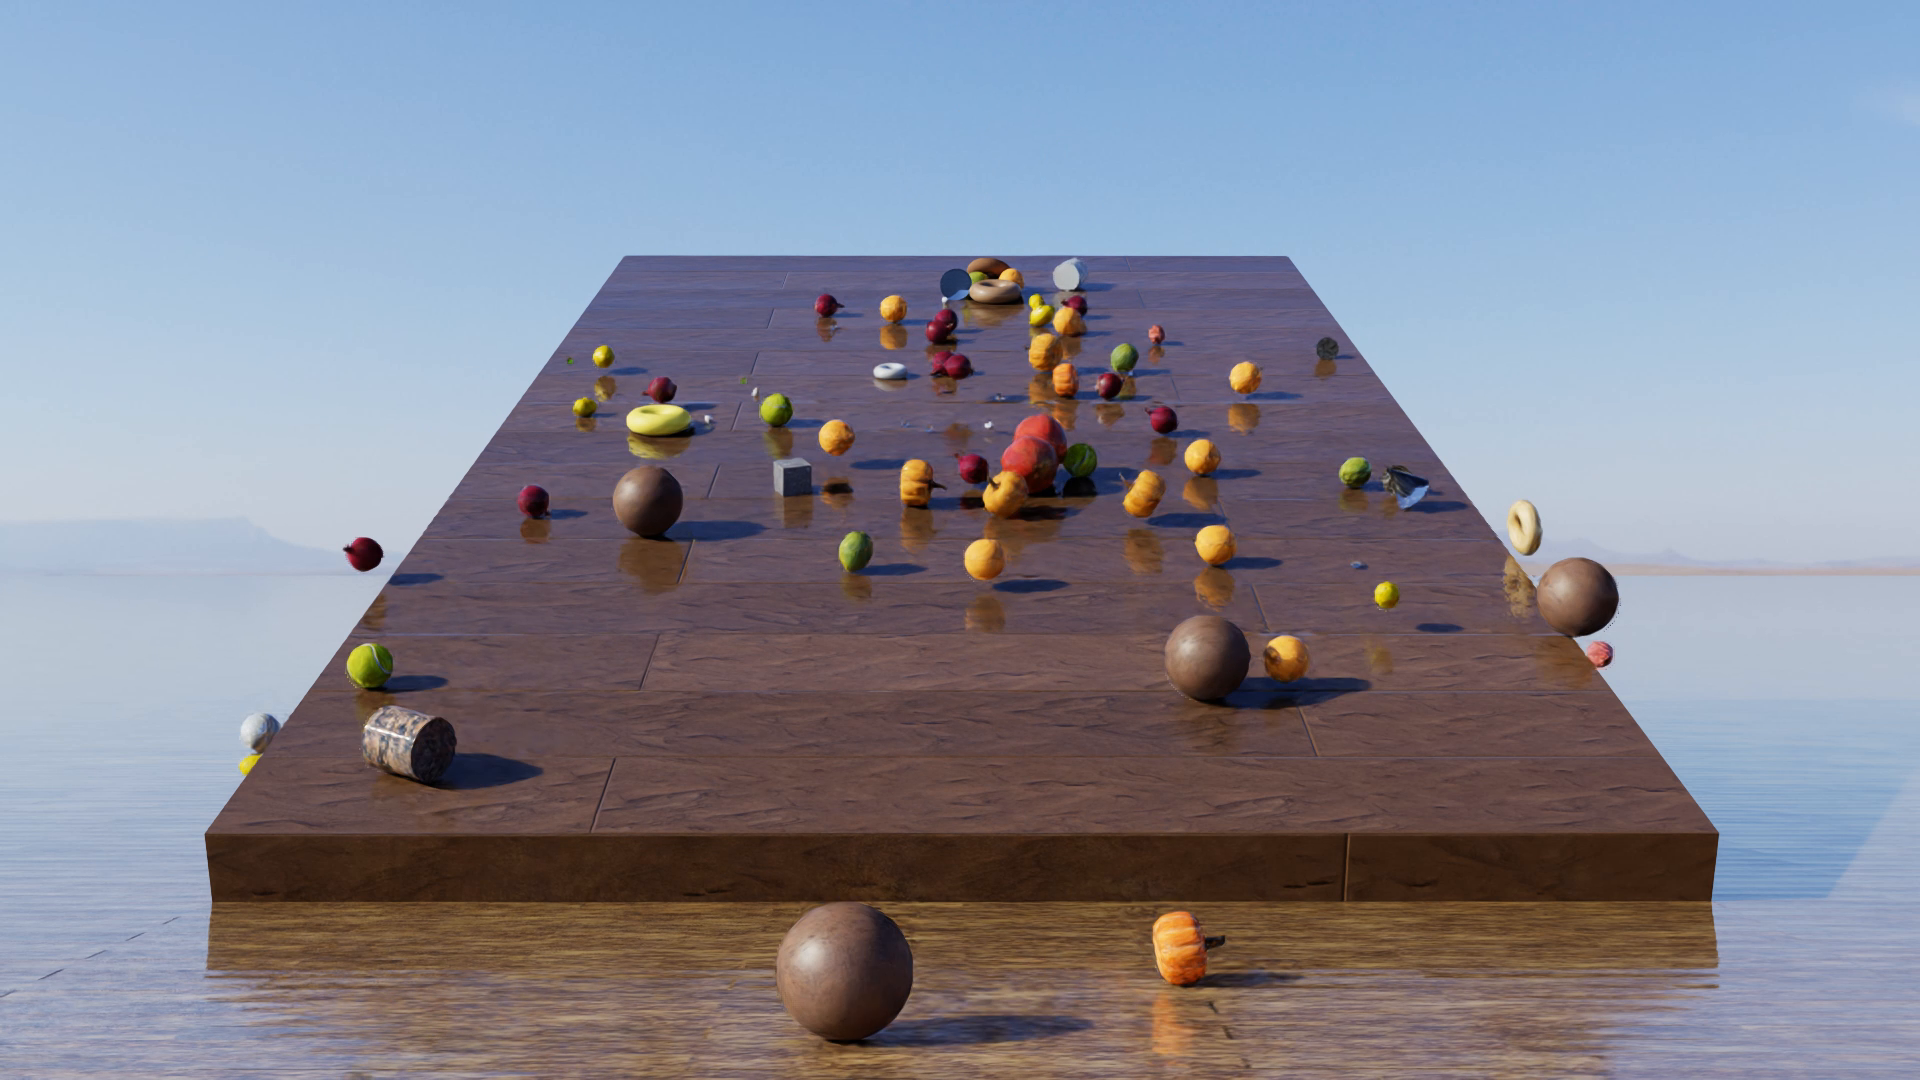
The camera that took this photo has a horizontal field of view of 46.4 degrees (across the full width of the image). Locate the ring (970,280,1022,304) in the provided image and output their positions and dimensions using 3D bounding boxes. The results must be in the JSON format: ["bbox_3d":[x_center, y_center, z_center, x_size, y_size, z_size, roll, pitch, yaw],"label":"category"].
[{"bbox_3d":[0.097,-0.681,6.141,0.144,0.048,0.144,0,19,0],"label":"ring"}]

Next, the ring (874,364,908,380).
[{"bbox_3d":[-0.165,-0.399,5.312,0.081,0.027,0.081,-1,19,0],"label":"ring"}]

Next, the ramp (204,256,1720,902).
[{"bbox_3d":[-0.004,-0.188,4.872,2.000,0.100,4.000,0,18,0],"label":"ramp"}]

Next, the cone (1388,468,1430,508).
[{"bbox_3d":[0.849,-0.114,4.314,0.077,0.077,0.077,42,-14,-15],"label":"cone"}]

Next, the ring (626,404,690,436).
[{"bbox_3d":[-0.654,-0.260,4.858,0.137,0.046,0.137,0,17,0],"label":"ring"}]

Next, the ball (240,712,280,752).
[{"bbox_3d":[-1.702,0.467,5.453,0.094,0.094,0.094,0,-1,0],"label":"ball"}]

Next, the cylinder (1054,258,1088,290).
[{"bbox_3d":[0.310,-0.746,6.289,0.078,0.078,0.078,0,17,22],"label":"cylinder"}]

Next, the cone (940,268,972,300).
[{"bbox_3d":[-0.003,-0.696,6.196,0.090,0.090,0.090,0,-9,11],"label":"cone"}]

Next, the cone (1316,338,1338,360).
[{"bbox_3d":[0.899,-0.463,5.514,0.057,0.057,0.057,0,-9,-3],"label":"cone"}]

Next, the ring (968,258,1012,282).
[{"bbox_3d":[0.083,-0.749,6.277,0.128,0.043,0.128,7,-21,3],"label":"ring"}]

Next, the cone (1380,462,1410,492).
[{"bbox_3d":[0.870,-0.121,4.427,0.061,0.061,0.061,0,-7,27],"label":"cone"}]

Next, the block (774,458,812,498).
[{"bbox_3d":[-0.330,-0.124,4.420,0.059,0.059,0.059,-8,20,-22],"label":"block"}]
